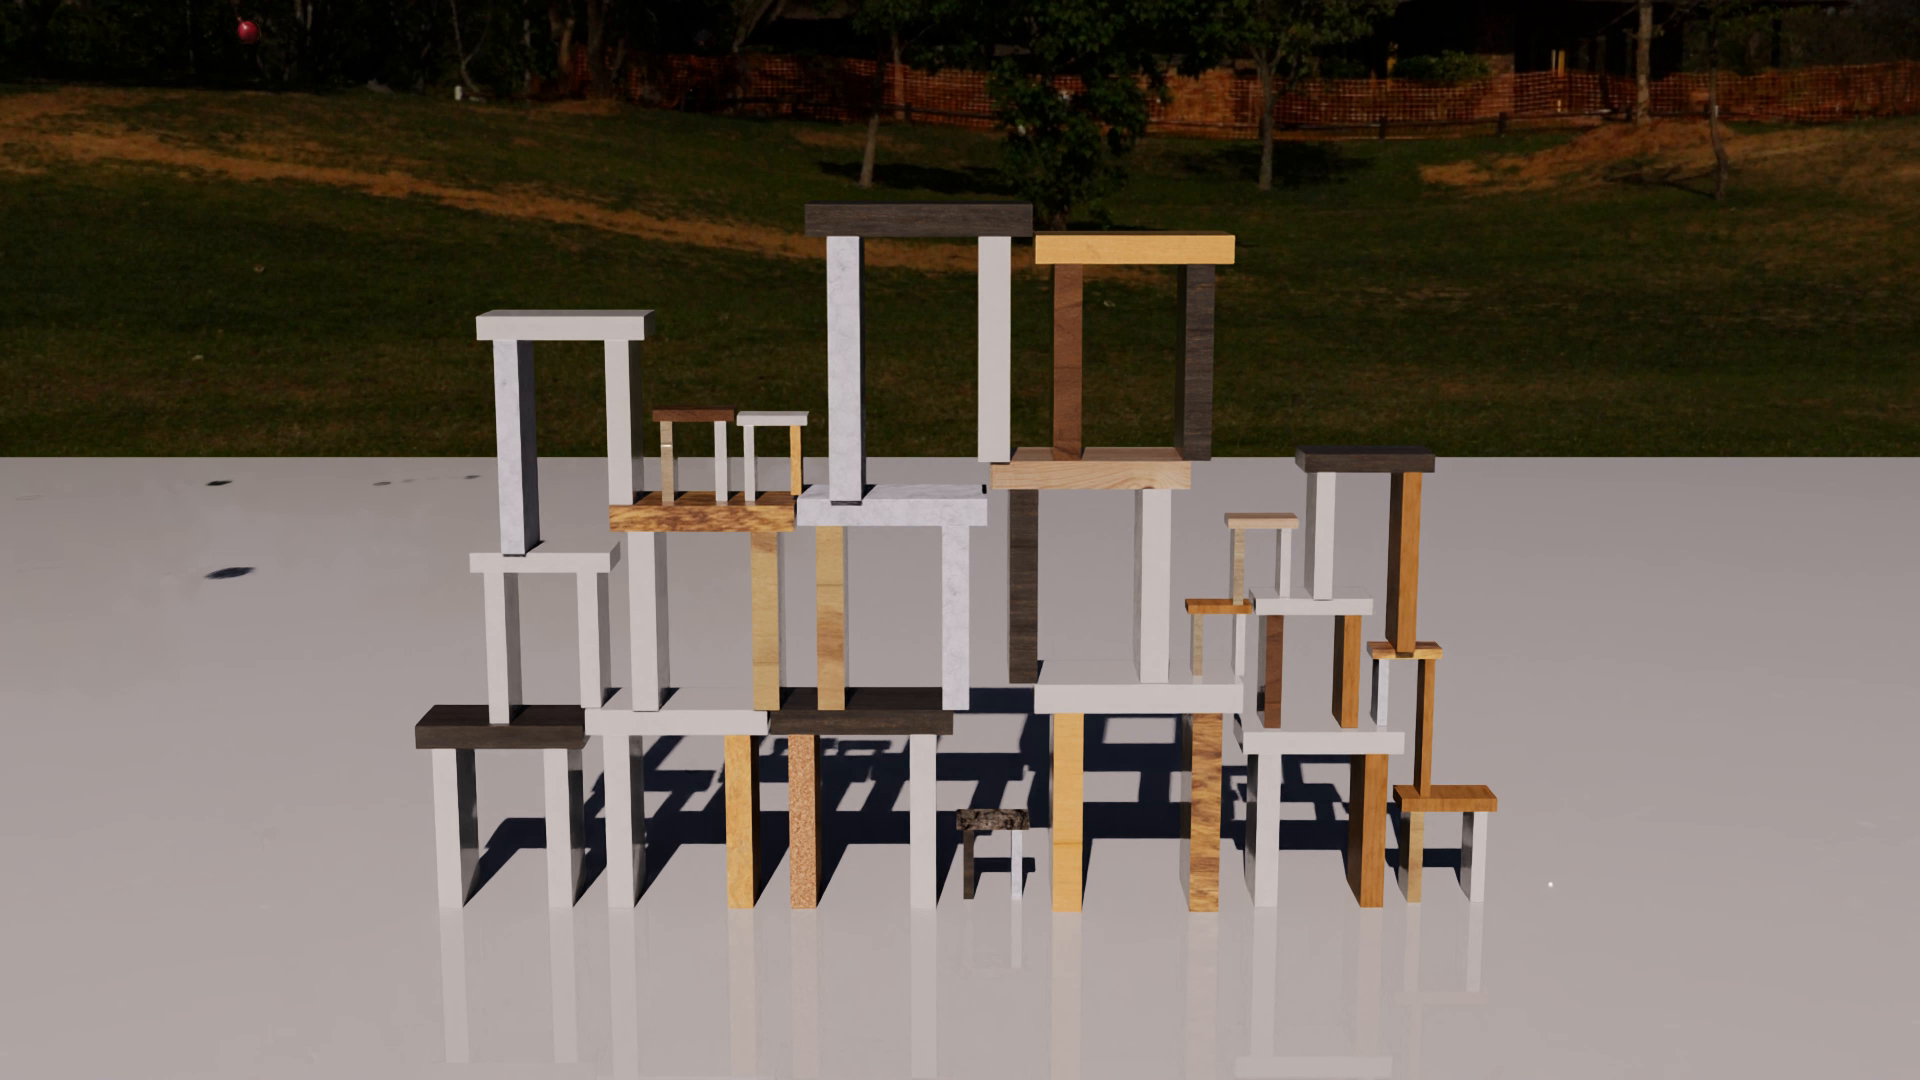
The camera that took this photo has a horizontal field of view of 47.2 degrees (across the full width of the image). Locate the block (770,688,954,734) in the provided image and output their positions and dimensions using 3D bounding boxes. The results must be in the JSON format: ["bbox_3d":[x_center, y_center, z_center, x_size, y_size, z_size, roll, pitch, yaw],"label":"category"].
[{"bbox_3d":[-0.158,0.280,3.612,0.294,0.042,0.147,0,11,0],"label":"block"}]

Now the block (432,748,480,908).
[{"bbox_3d":[-0.834,0.458,3.642,0.038,0.270,0.135,0,11,0],"label":"block"}]

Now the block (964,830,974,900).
[{"bbox_3d":[0.014,0.531,3.660,0.017,0.120,0.060,0,11,0],"label":"block"}]

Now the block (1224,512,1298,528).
[{"bbox_3d":[0.487,-0.032,3.554,0.113,0.016,0.056,0,11,0],"label":"block"}]

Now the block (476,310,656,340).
[{"bbox_3d":[-0.623,-0.342,3.494,0.261,0.037,0.131,0,11,0],"label":"block"}]

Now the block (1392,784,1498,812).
[{"bbox_3d":[0.801,0.427,3.635,0.156,0.022,0.078,0,11,0],"label":"block"}]

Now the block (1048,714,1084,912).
[{"bbox_3d":[0.174,0.427,3.634,0.047,0.334,0.167,0,11,0],"label":"block"}]

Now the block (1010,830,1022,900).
[{"bbox_3d":[0.094,0.531,3.660,0.017,0.120,0.060,0,11,0],"label":"block"}]

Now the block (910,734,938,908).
[{"bbox_3d":[-0.060,0.445,3.642,0.042,0.294,0.147,0,11,0],"label":"block"}]

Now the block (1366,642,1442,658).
[{"bbox_3d":[0.725,0.180,3.592,0.113,0.016,0.056,0,11,0],"label":"block"}]

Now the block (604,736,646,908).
[{"bbox_3d":[-0.555,0.445,3.644,0.042,0.293,0.147,0,11,0],"label":"block"}]

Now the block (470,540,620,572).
[{"bbox_3d":[-0.670,0.026,3.562,0.223,0.032,0.112,0,11,0],"label":"block"}]

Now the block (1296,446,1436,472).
[{"bbox_3d":[0.651,-0.131,3.540,0.206,0.029,0.103,0,11,0],"label":"block"}]

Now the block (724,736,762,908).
[{"bbox_3d":[-0.359,0.445,3.644,0.042,0.293,0.147,0,11,0],"label":"block"}]

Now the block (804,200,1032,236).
[{"bbox_3d":[-0.063,-0.507,3.464,0.350,0.050,0.175,0,11,0],"label":"block"}]

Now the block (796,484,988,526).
[{"bbox_3d":[-0.107,-0.057,3.549,0.301,0.043,0.150,0,11,0],"label":"block"}]

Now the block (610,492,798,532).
[{"bbox_3d":[-0.408,-0.047,3.547,0.292,0.041,0.146,0,11,0],"label":"block"}]

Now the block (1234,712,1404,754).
[{"bbox_3d":[0.588,0.317,3.616,0.260,0.037,0.130,0,11,0],"label":"block"}]

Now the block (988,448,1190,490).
[{"bbox_3d":[0.205,-0.116,3.536,0.315,0.045,0.158,0,11,0],"label":"block"}]

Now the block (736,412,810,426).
[{"bbox_3d":[-0.299,-0.195,3.520,0.112,0.016,0.056,0,11,0],"label":"block"}]

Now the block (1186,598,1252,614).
[{"bbox_3d":[0.420,0.108,3.576,0.103,0.015,0.051,0,11,0],"label":"block"}]

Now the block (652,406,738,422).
[{"bbox_3d":[-0.424,-0.203,3.521,0.129,0.018,0.064,0,11,0],"label":"block"}]

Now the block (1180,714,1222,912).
[{"bbox_3d":[0.397,0.427,3.634,0.047,0.334,0.167,0,11,0],"label":"block"}]

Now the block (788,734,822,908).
[{"bbox_3d":[-0.256,0.445,3.642,0.042,0.294,0.147,0,11,0],"label":"block"}]

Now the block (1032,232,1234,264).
[{"bbox_3d":[0.271,-0.463,3.475,0.308,0.044,0.154,0,11,0],"label":"block"}]

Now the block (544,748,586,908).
[{"bbox_3d":[-0.654,0.458,3.642,0.038,0.270,0.135,0,11,0],"label":"block"}]

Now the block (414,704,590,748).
[{"bbox_3d":[-0.744,0.306,3.613,0.270,0.038,0.135,0,11,0],"label":"block"}]

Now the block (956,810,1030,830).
[{"bbox_3d":[0.054,0.464,3.648,0.120,0.017,0.060,0,11,0],"label":"block"}]

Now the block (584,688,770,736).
[{"bbox_3d":[-0.457,0.281,3.613,0.293,0.042,0.147,0,11,0],"label":"block"}]

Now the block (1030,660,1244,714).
[{"bbox_3d":[0.286,0.239,3.599,0.334,0.047,0.167,0,11,0],"label":"block"}]

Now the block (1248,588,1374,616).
[{"bbox_3d":[0.570,0.099,3.582,0.188,0.027,0.094,0,11,0],"label":"block"}]
